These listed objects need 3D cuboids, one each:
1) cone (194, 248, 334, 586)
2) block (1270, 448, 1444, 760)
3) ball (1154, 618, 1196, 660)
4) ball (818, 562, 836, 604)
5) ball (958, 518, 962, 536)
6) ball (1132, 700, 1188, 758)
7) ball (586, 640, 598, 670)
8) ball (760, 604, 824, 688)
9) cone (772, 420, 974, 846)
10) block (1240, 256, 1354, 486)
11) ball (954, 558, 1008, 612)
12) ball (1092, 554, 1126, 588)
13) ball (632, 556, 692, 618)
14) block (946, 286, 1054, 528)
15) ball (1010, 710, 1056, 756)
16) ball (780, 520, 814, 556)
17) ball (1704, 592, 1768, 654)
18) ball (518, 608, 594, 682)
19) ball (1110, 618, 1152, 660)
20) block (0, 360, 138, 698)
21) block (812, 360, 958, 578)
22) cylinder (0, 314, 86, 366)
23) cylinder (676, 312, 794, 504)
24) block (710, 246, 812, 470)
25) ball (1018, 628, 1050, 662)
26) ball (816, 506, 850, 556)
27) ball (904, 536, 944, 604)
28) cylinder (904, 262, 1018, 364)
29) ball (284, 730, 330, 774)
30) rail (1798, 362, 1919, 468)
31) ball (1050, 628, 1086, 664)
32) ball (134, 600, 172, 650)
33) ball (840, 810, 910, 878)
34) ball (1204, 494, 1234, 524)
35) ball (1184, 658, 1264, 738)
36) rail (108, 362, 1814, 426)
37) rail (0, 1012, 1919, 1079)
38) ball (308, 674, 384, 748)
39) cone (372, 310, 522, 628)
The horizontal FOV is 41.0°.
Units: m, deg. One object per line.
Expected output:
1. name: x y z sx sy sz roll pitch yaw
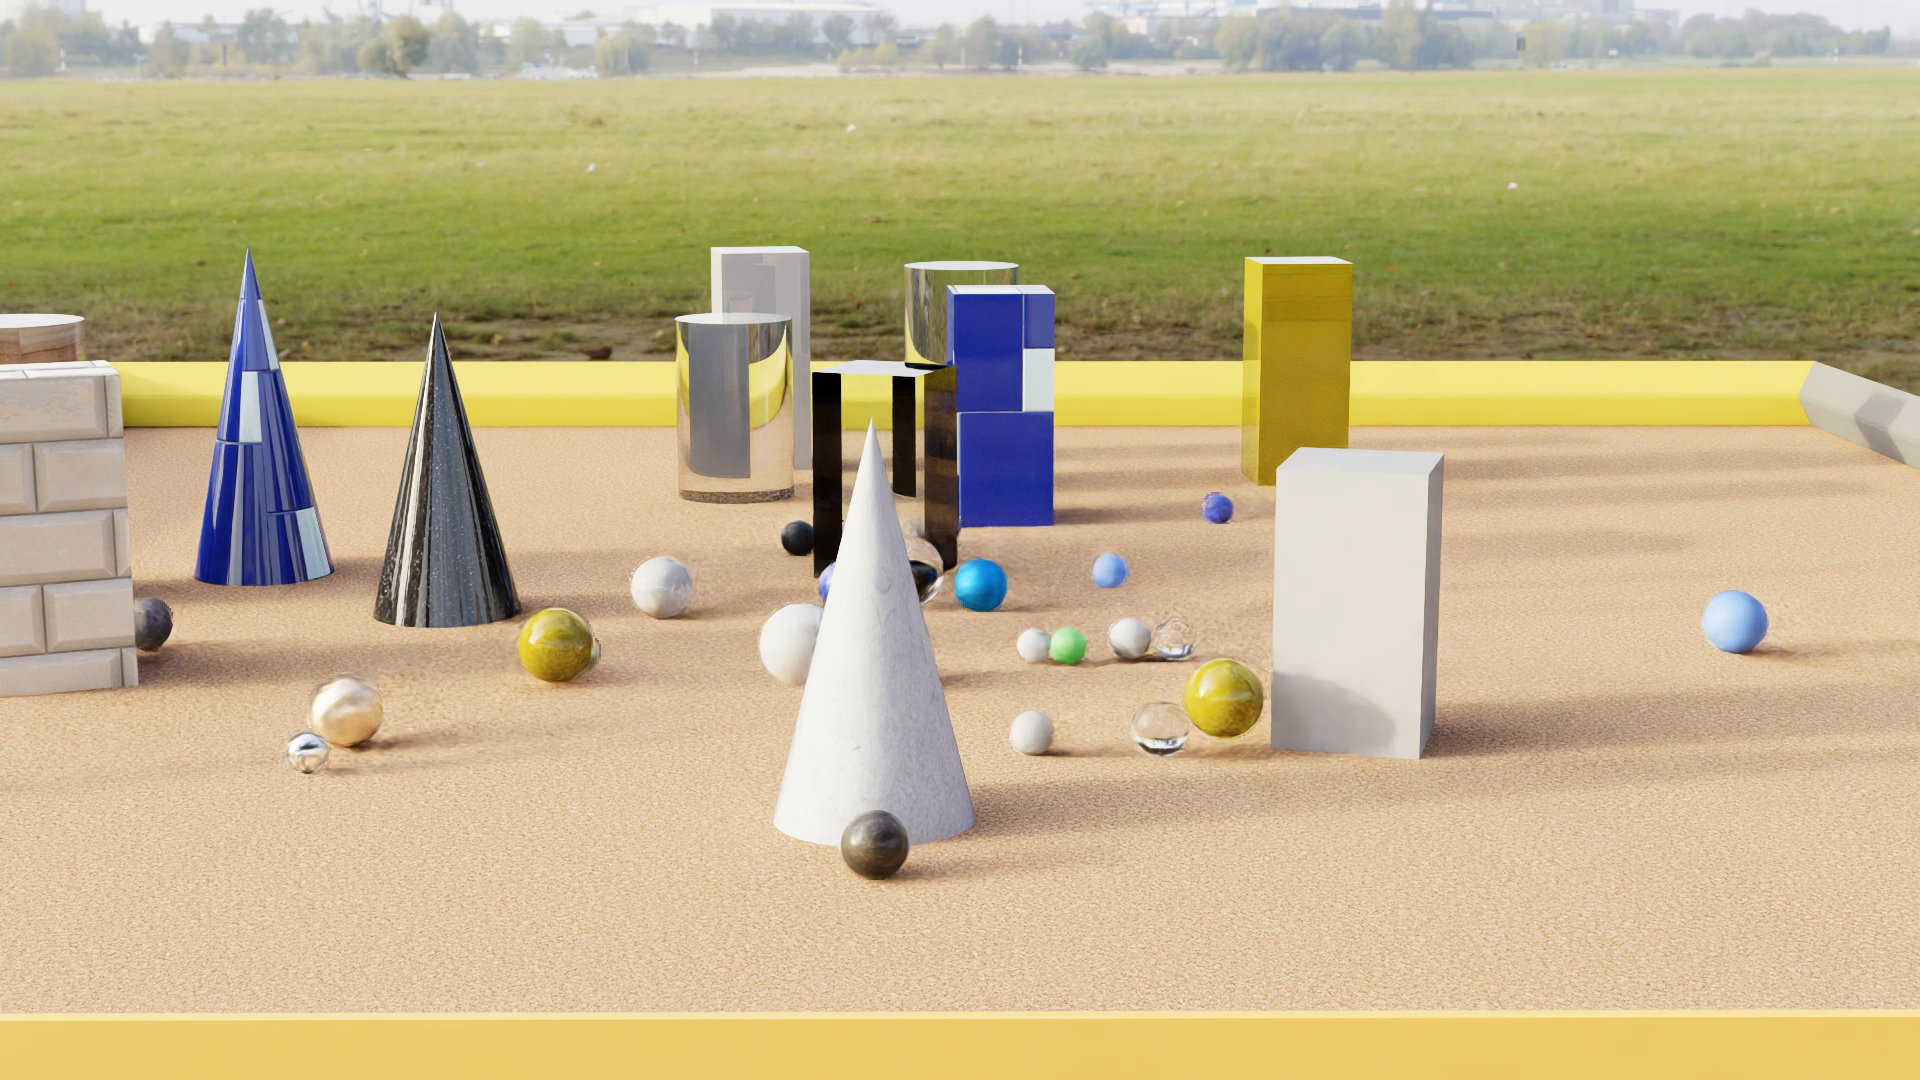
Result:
1. cone: -1.012 -0.186 3.690 0.199 0.475 0.199 0 10 0
2. block: 0.434 0.065 2.797 0.159 0.306 0.159 3 11 16
3. ball: 0.266 0.123 3.178 0.052 0.052 0.052 0 10 0
4. ball: -0.157 0.062 3.465 0.069 0.069 0.069 0 10 0
5. ball: -0.026 -0.020 3.945 0.055 0.055 0.055 0 10 0
6. ball: 0.213 0.201 2.734 0.061 0.061 0.061 0 10 0
7. ball: -0.463 0.137 3.128 0.045 0.045 0.045 0 10 0
8. ball: -0.188 0.125 3.041 0.099 0.099 0.099 0 10 0
9. cone: -0.084 0.077 2.481 0.199 0.397 0.199 0 10 0
10. block: 0.595 -0.301 4.550 0.159 0.389 0.159 -1 11 -5
11. ball: 0.028 0.062 3.459 0.072 0.072 0.072 0 10 0
12. ball: 0.210 0.045 3.614 0.049 0.049 0.049 0 10 0
13. ball: -0.398 0.063 3.424 0.082 0.082 0.082 0 10 0
14. block: 0.064 -0.218 4.147 0.159 0.373 0.159 -1 11 -4
15. ball: 0.078 0.206 2.744 0.047 0.047 0.047 0 10 0
16. ball: -0.243 -0.003 3.859 0.053 0.053 0.053 0 10 0
17. ball: 0.973 0.103 3.217 0.078 0.078 0.078 0 10 0
18. ball: -0.482 0.126 3.063 0.089 0.089 0.089 0 10 0
19. ball: 0.211 0.123 3.184 0.052 0.052 0.052 0 10 0
20. block: -1.084 -0.017 3.063 0.159 0.372 0.159 -5 11 -23
21. block: -0.107 -0.100 3.713 0.159 0.298 0.159 4 11 21
22. cylinder: -1.294 -0.108 3.518 0.199 0.385 0.199 0 10 0
23. cylinder: -0.385 -0.228 4.386 0.199 0.303 0.199 0 10 0
24. block: -0.365 -0.334 4.709 0.159 0.395 0.159 -2 11 -12
25. ball: 0.092 0.131 3.170 0.041 0.041 0.041 0 10 0
26. ball: -0.179 -0.014 3.860 0.075 0.075 0.075 0 10 0
27. ball: -0.070 0.043 3.492 0.097 0.097 0.097 0 10 0
28. cylinder: 0.003 -0.286 4.477 0.199 0.385 0.199 0 10 0
29. ball: -0.680 0.221 2.672 0.045 0.045 0.045 0 10 0
30. rail: 1.736 0.031 3.459 0.045 0.129 3.663 0 10 0
31. ball: 0.134 0.130 3.160 0.045 0.045 0.045 0 10 0
32. ball: -1.027 0.107 3.236 0.064 0.064 0.064 0 10 0
33. ball: -0.077 0.276 2.327 0.062 0.062 0.062 0 10 0
34. ball: 0.415 -0.049 4.123 0.049 0.049 0.049 0 10 0
35. ball: 0.280 0.168 2.723 0.085 0.085 0.085 0 10 0
36. rail: -0.010 -0.295 5.226 3.520 0.129 0.045 0 10 0
37. rail: 0.010 0.362 1.671 3.520 0.129 0.045 0 10 0
38. ball: -0.664 0.185 2.773 0.079 0.079 0.079 0 10 0
39. cone: -0.692 -0.104 3.426 0.199 0.410 0.199 0 10 0
